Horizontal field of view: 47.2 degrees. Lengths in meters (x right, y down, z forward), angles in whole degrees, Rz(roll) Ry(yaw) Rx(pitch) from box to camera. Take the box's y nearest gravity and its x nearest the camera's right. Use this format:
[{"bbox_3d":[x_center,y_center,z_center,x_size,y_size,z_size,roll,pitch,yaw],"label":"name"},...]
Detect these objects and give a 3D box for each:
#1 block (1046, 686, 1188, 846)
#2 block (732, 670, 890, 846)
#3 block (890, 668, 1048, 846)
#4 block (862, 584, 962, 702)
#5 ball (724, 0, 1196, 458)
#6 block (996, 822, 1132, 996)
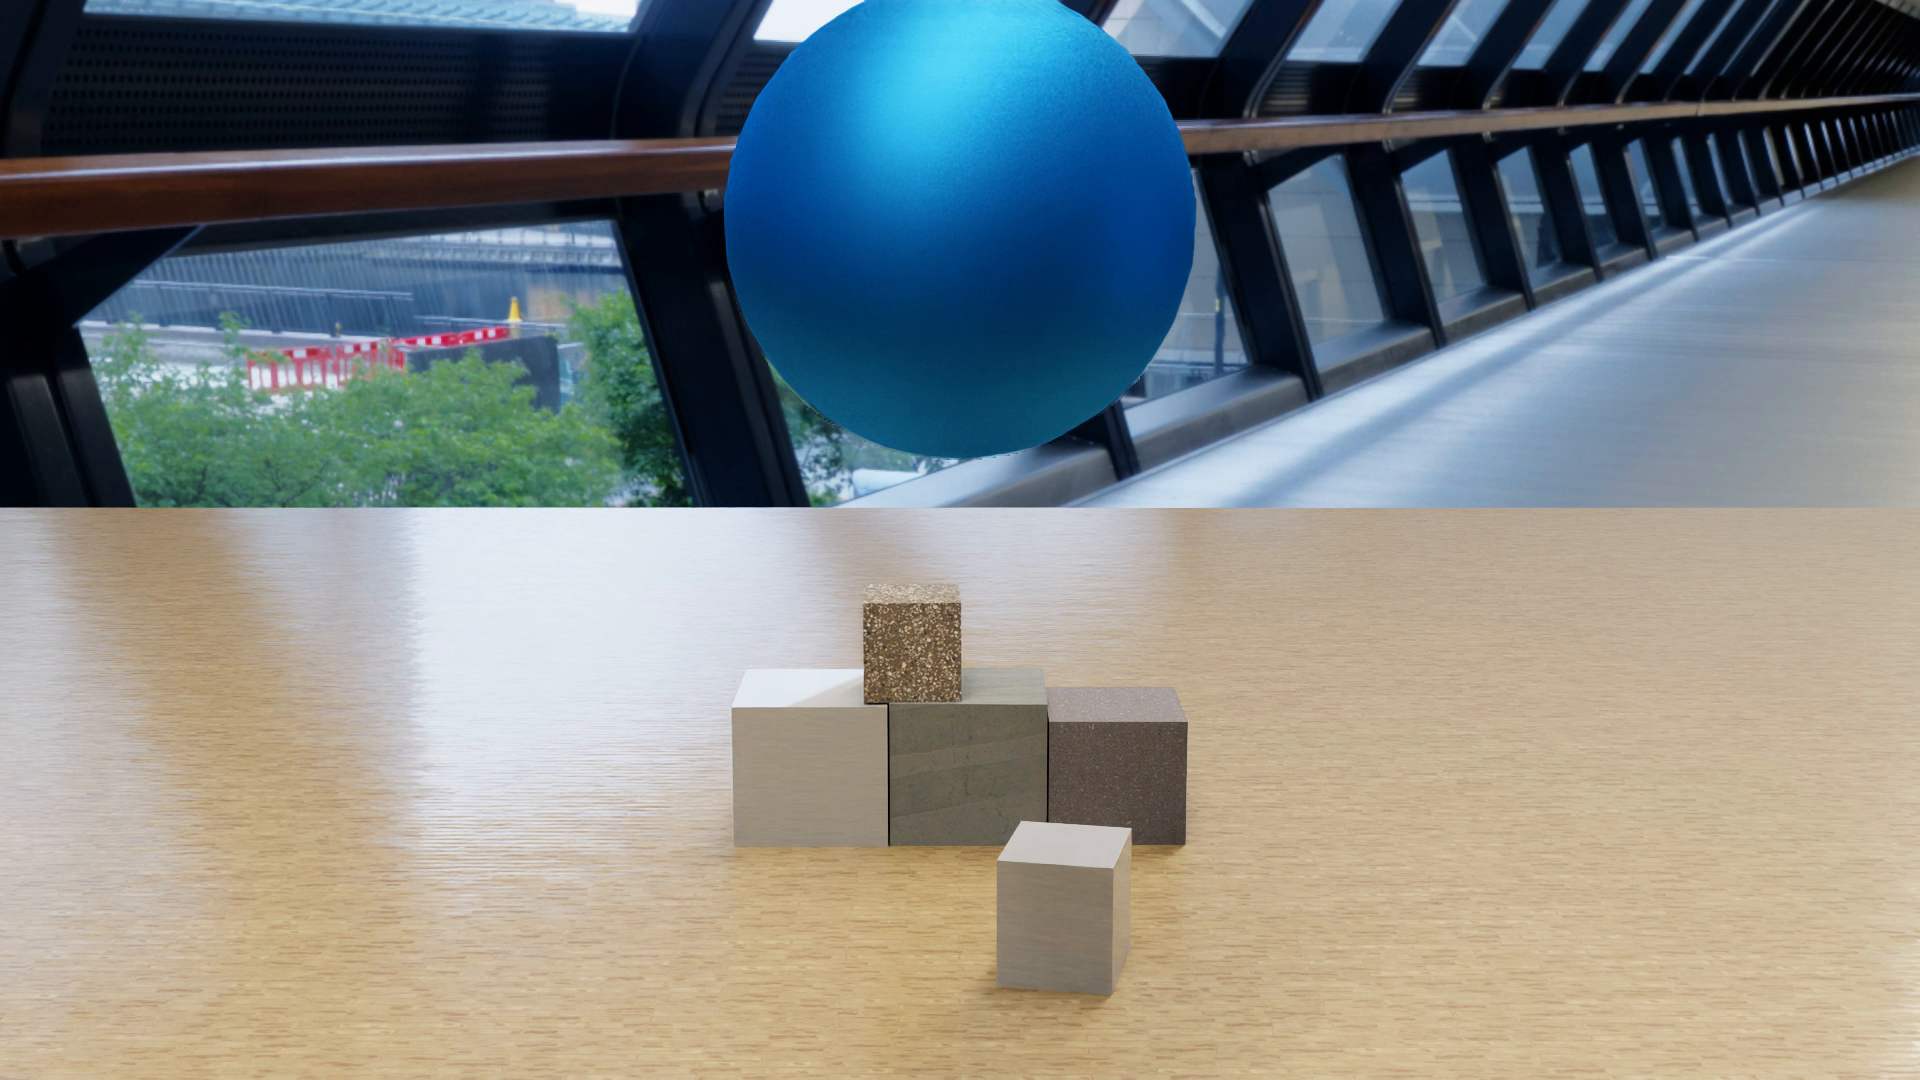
[{"bbox_3d":[0.792,1.160,11.391,0.692,0.642,0.712,0,10,0],"label":"block"},{"bbox_3d":[-0.750,1.117,11.400,0.775,0.724,0.797,0,10,0],"label":"block"},{"bbox_3d":[0.044,1.112,11.394,0.788,0.736,0.765,0,10,0],"label":"block"},{"bbox_3d":[-0.246,0.519,11.181,0.487,0.507,0.482,0,10,-2],"label":"block"},{"bbox_3d":[0.000,-1.076,7.470,1.600,1.600,1.600,0,10,0],"label":"ball"},{"bbox_3d":[0.451,1.565,9.416,0.490,0.551,0.551,2,11,12],"label":"block"}]
